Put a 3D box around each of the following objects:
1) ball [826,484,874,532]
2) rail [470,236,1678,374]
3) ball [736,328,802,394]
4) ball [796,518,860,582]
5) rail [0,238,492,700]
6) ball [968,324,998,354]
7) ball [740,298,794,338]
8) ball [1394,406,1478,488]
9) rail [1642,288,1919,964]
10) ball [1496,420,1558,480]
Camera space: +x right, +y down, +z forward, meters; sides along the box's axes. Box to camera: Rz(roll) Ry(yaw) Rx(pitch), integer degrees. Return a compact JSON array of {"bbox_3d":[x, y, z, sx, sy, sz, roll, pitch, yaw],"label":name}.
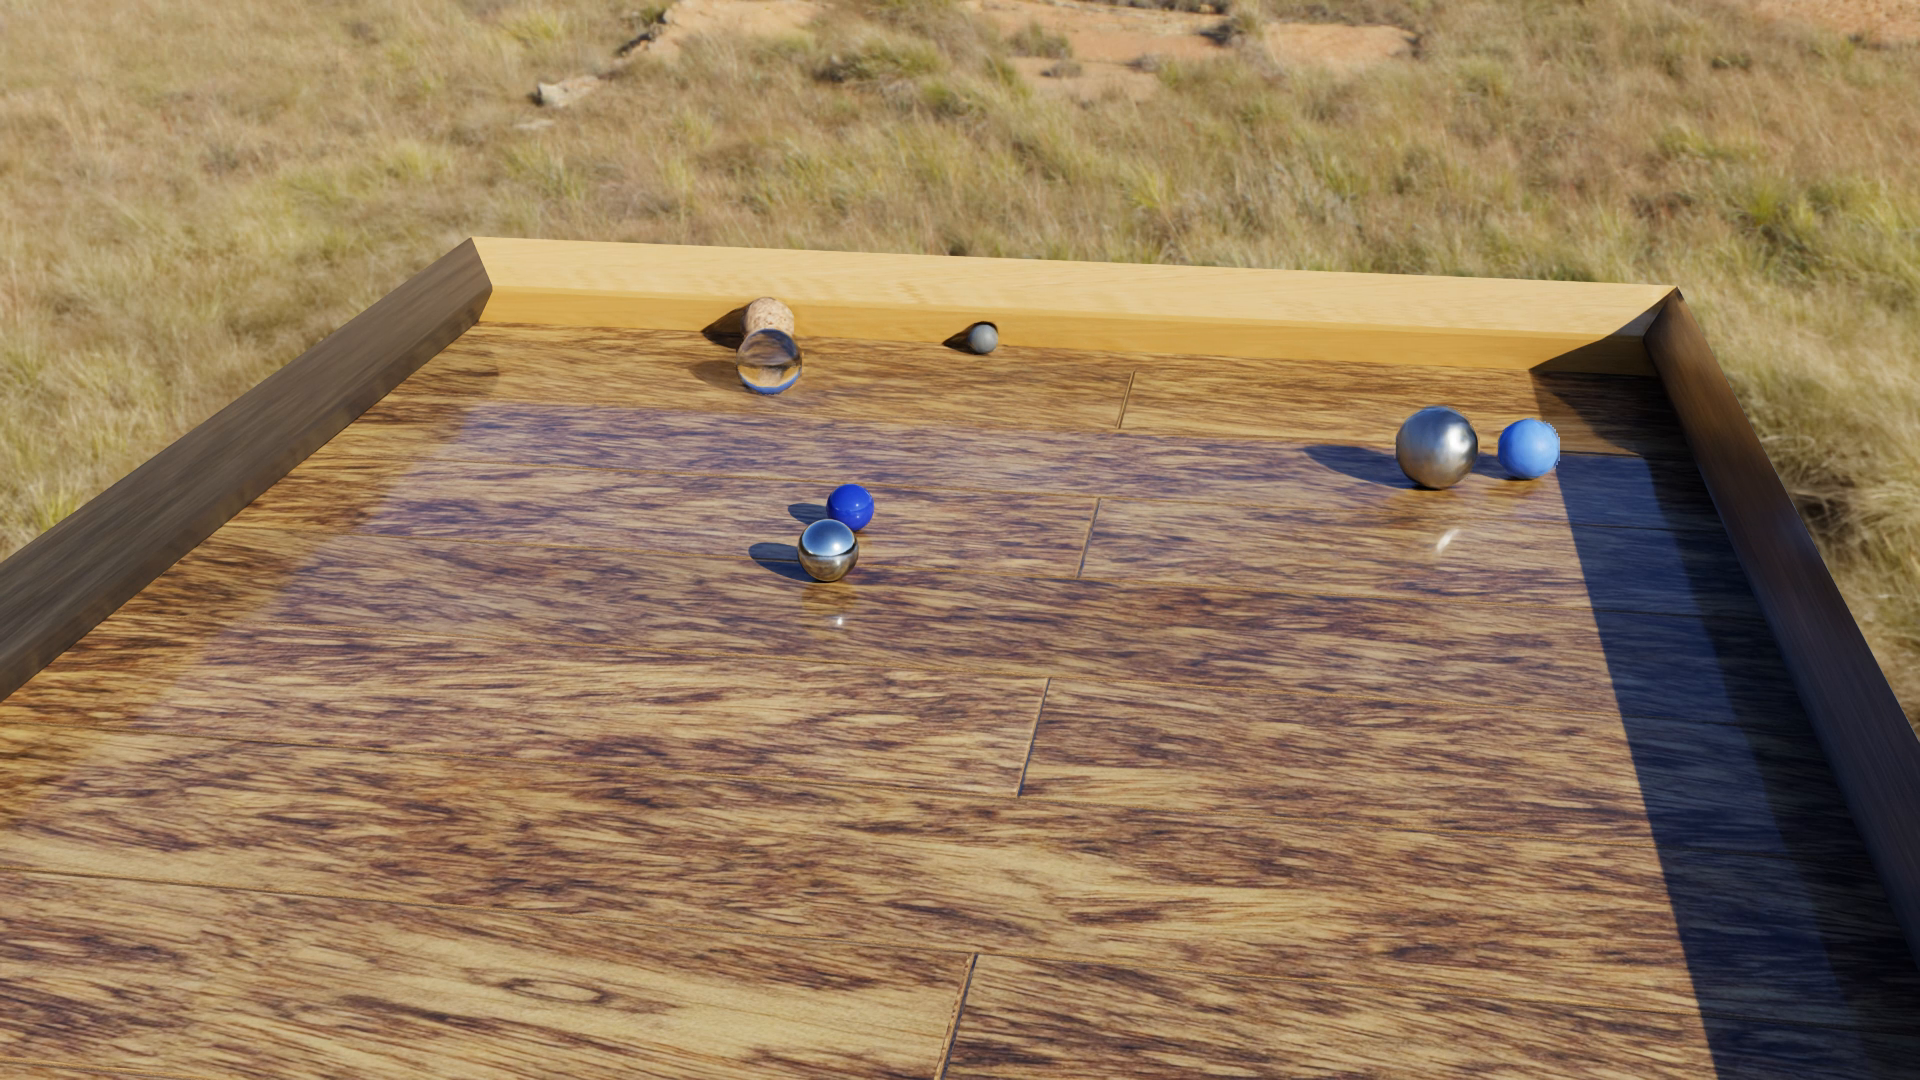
[{"bbox_3d":[-0.126,-0.037,2.533,0.056,0.056,0.056,0,22,0],"label":"ball"},{"bbox_3d":[0.126,-0.332,3.154,1.740,0.128,0.045,3,23,8],"label":"rail"},{"bbox_3d":[-0.259,-0.244,2.992,0.090,0.090,0.090,0,22,0],"label":"ball"},{"bbox_3d":[-0.144,0.011,2.398,0.068,0.068,0.068,0,22,0],"label":"ball"},{"bbox_3d":[-0.966,0.235,1.770,0.045,0.128,3.342,3,23,8],"label":"rail"},{"bbox_3d":[0.034,-0.289,3.164,0.043,0.043,0.043,0,22,0],"label":"ball"},{"bbox_3d":[-0.277,-0.311,3.172,0.078,0.078,0.078,0,22,0],"label":"ball"},{"bbox_3d":[0.576,-0.112,2.658,0.099,0.099,0.099,0,22,0],"label":"ball"},{"bbox_3d":[0.706,0.335,1.527,0.045,0.128,3.342,3,23,8],"label":"rail"},{"bbox_3d":[0.695,-0.111,2.690,0.073,0.073,0.073,0,22,0],"label":"ball"}]
